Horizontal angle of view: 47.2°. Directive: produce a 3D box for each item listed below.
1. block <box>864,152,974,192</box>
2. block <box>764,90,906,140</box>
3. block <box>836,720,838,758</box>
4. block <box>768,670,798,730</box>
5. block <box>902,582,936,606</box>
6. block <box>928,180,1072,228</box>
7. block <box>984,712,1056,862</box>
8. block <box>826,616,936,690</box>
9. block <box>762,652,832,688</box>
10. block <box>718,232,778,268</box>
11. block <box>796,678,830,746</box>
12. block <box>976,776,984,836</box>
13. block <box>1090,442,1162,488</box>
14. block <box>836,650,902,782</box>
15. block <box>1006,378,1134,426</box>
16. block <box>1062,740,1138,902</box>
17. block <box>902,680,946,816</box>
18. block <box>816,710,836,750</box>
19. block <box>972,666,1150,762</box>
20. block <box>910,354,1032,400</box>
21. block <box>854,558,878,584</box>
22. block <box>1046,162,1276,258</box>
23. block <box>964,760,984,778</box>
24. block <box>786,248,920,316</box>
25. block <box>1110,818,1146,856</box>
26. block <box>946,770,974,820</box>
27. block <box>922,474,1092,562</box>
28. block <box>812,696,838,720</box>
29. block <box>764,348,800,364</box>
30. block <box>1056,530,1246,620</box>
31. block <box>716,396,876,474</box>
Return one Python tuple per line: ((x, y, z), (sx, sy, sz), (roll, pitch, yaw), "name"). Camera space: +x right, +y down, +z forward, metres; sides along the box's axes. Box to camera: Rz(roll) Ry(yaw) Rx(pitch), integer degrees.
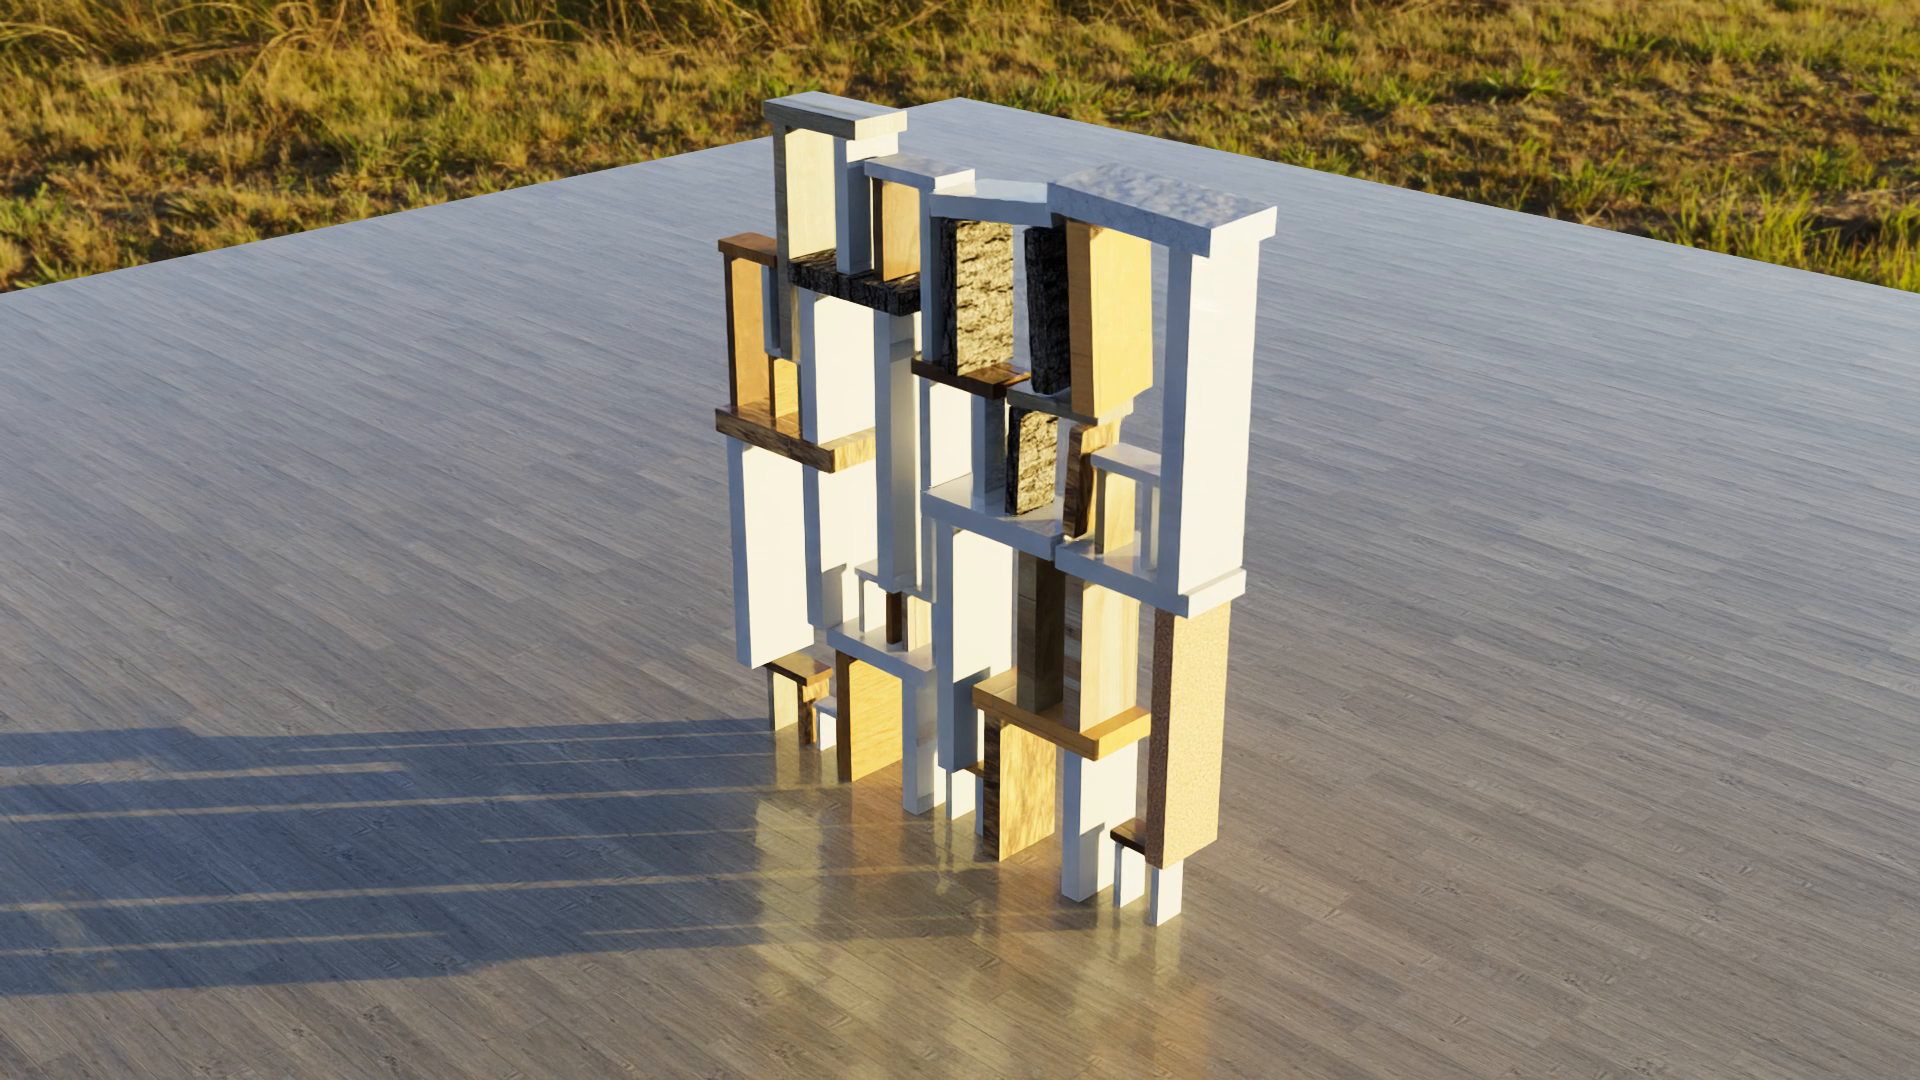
((-0.075, -0.672, 4.017), (0.097, 0.027, 0.194), (-20, 30, -39), "block")
((-0.237, -0.800, 4.142), (0.258, 0.037, 0.129), (21, 31, 40), "block")
((-0.240, 0.416, 4.660), (0.013, 0.095, 0.047), (21, 31, 41), "block")
((-0.383, 0.335, 4.785), (0.021, 0.145, 0.072), (21, 31, 41), "block")
((-0.057, 0.098, 4.326), (0.063, 0.018, 0.127), (-21, 31, -40), "block")
((0.099, -0.593, 3.862), (0.288, 0.041, 0.144), (13, 26, 42), "block")
((0.117, 0.455, 4.288), (0.044, 0.312, 0.156), (21, 31, 41), "block")
((-0.119, 0.216, 4.450), (0.292, 0.041, 0.146), (21, 31, 41), "block")
((-0.350, 0.272, 4.721), (0.145, 0.021, 0.072), (21, 31, 41), "block")
((-0.396, -0.581, 4.400), (0.172, 0.024, 0.086), (21, 31, 40), "block")
((-0.315, 0.362, 4.722), (0.021, 0.145, 0.072), (21, 31, 41), "block")
((0.061, 0.517, 4.376), (0.018, 0.130, 0.065), (21, 31, 40), "block")
((0.312, -0.131, 3.822), (0.158, 0.022, 0.079), (21, 31, 40), "block")
((-0.188, 0.343, 4.579), (0.041, 0.292, 0.146), (21, 31, 41), "block")
((0.196, -0.250, 3.925), (0.207, 0.029, 0.103), (17, 28, 37), "block")
((0.263, 0.513, 4.152), (0.156, 0.312, 0.044), (-21, 31, -40), "block")
((-0.050, 0.396, 4.452), (0.041, 0.292, 0.146), (21, 31, 41), "block")
((-0.285, 0.398, 4.701), (0.013, 0.094, 0.047), (21, 31, 41), "block")
((0.190, 0.320, 4.151), (0.156, 0.044, 0.312), (-21, 31, -40), "block")
((0.022, -0.310, 4.056), (0.107, 0.030, 0.213), (-22, 31, -40), "block")
((-0.149, 0.070, 4.411), (0.121, 0.017, 0.060), (21, 31, 41), "block")
((0.329, -0.548, 3.626), (0.345, 0.049, 0.172), (24, 34, 38), "block")
((0.031, 0.437, 4.375), (0.130, 0.018, 0.065), (21, 31, 40), "block")
((-0.166, -0.496, 4.189), (0.314, 0.044, 0.157), (21, 31, 40), "block")
((0.351, 0.558, 4.075), (0.067, 0.019, 0.135), (-21, 32, -41), "block")
((0.000, 0.493, 4.432), (0.018, 0.130, 0.065), (21, 31, 41), "block")
((0.101, -0.049, 4.084), (0.320, 0.045, 0.160), (21, 31, 40), "block")
((-0.263, 0.358, 4.659), (0.095, 0.013, 0.047), (21, 31, 41), "block")
((-0.327, -0.377, 4.414), (0.131, 0.018, 0.065), (21, 31, 40), "block")
((0.334, 0.052, 3.882), (0.308, 0.044, 0.154), (21, 31, 40), "block")
((-0.318, -0.225, 4.475), (0.350, 0.050, 0.175), (21, 31, 40), "block")
